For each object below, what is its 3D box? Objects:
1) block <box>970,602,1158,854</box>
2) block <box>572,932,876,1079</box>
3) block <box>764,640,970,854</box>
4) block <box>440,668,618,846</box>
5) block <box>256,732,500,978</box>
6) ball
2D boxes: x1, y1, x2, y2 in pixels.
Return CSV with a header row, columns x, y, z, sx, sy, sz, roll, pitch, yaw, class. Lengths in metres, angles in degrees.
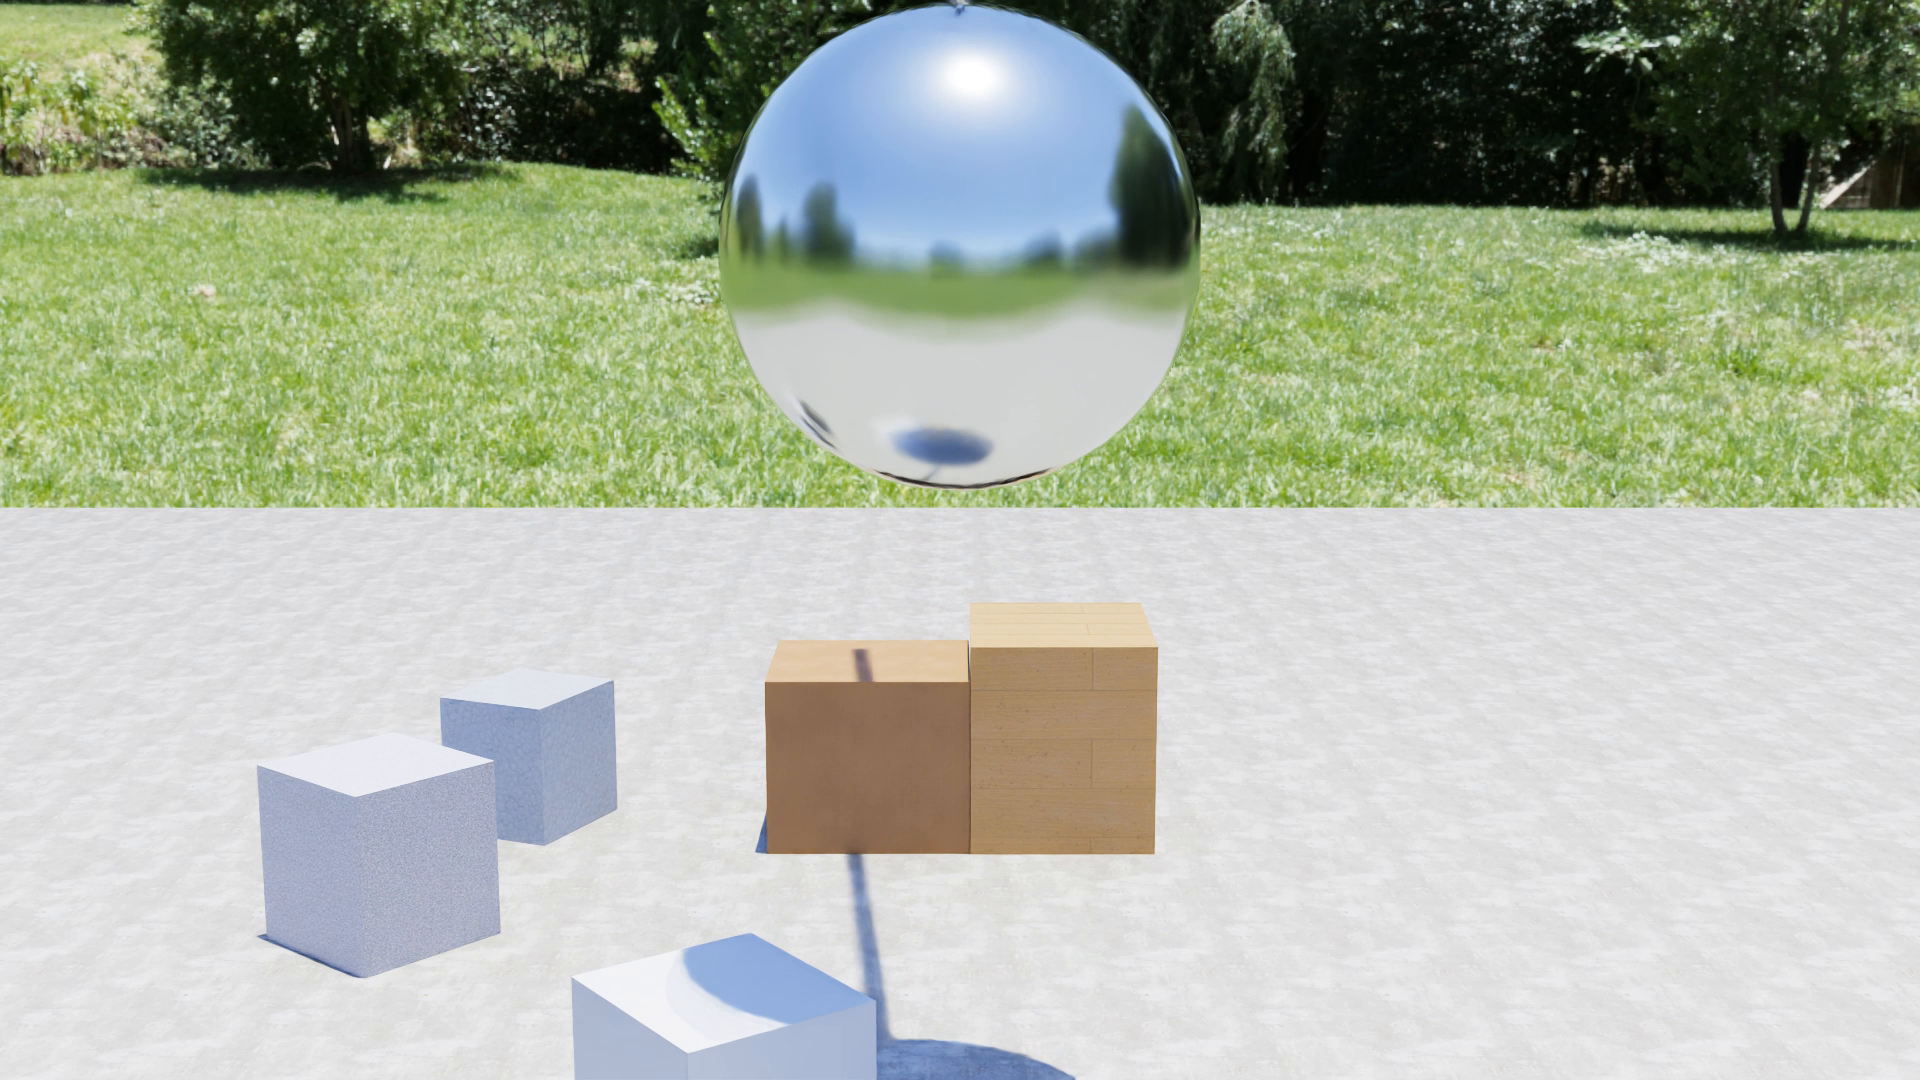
x,y,z,sx,sy,sz,roll,pitch,yaw,class
0.511,0.951,11.371,0.917,1.060,1.052,0,10,0,block
-0.803,1.849,7.457,0.713,0.694,0.799,-8,13,-36,block
-0.457,1.049,11.330,1.010,0.883,0.918,0,10,0,block
-2.234,1.116,11.443,0.607,0.711,0.679,5,11,23,block
-2.574,1.376,9.760,0.745,0.801,0.716,9,13,40,block
0.000,-0.963,7.283,1.600,1.600,1.600,0,10,0,ball
